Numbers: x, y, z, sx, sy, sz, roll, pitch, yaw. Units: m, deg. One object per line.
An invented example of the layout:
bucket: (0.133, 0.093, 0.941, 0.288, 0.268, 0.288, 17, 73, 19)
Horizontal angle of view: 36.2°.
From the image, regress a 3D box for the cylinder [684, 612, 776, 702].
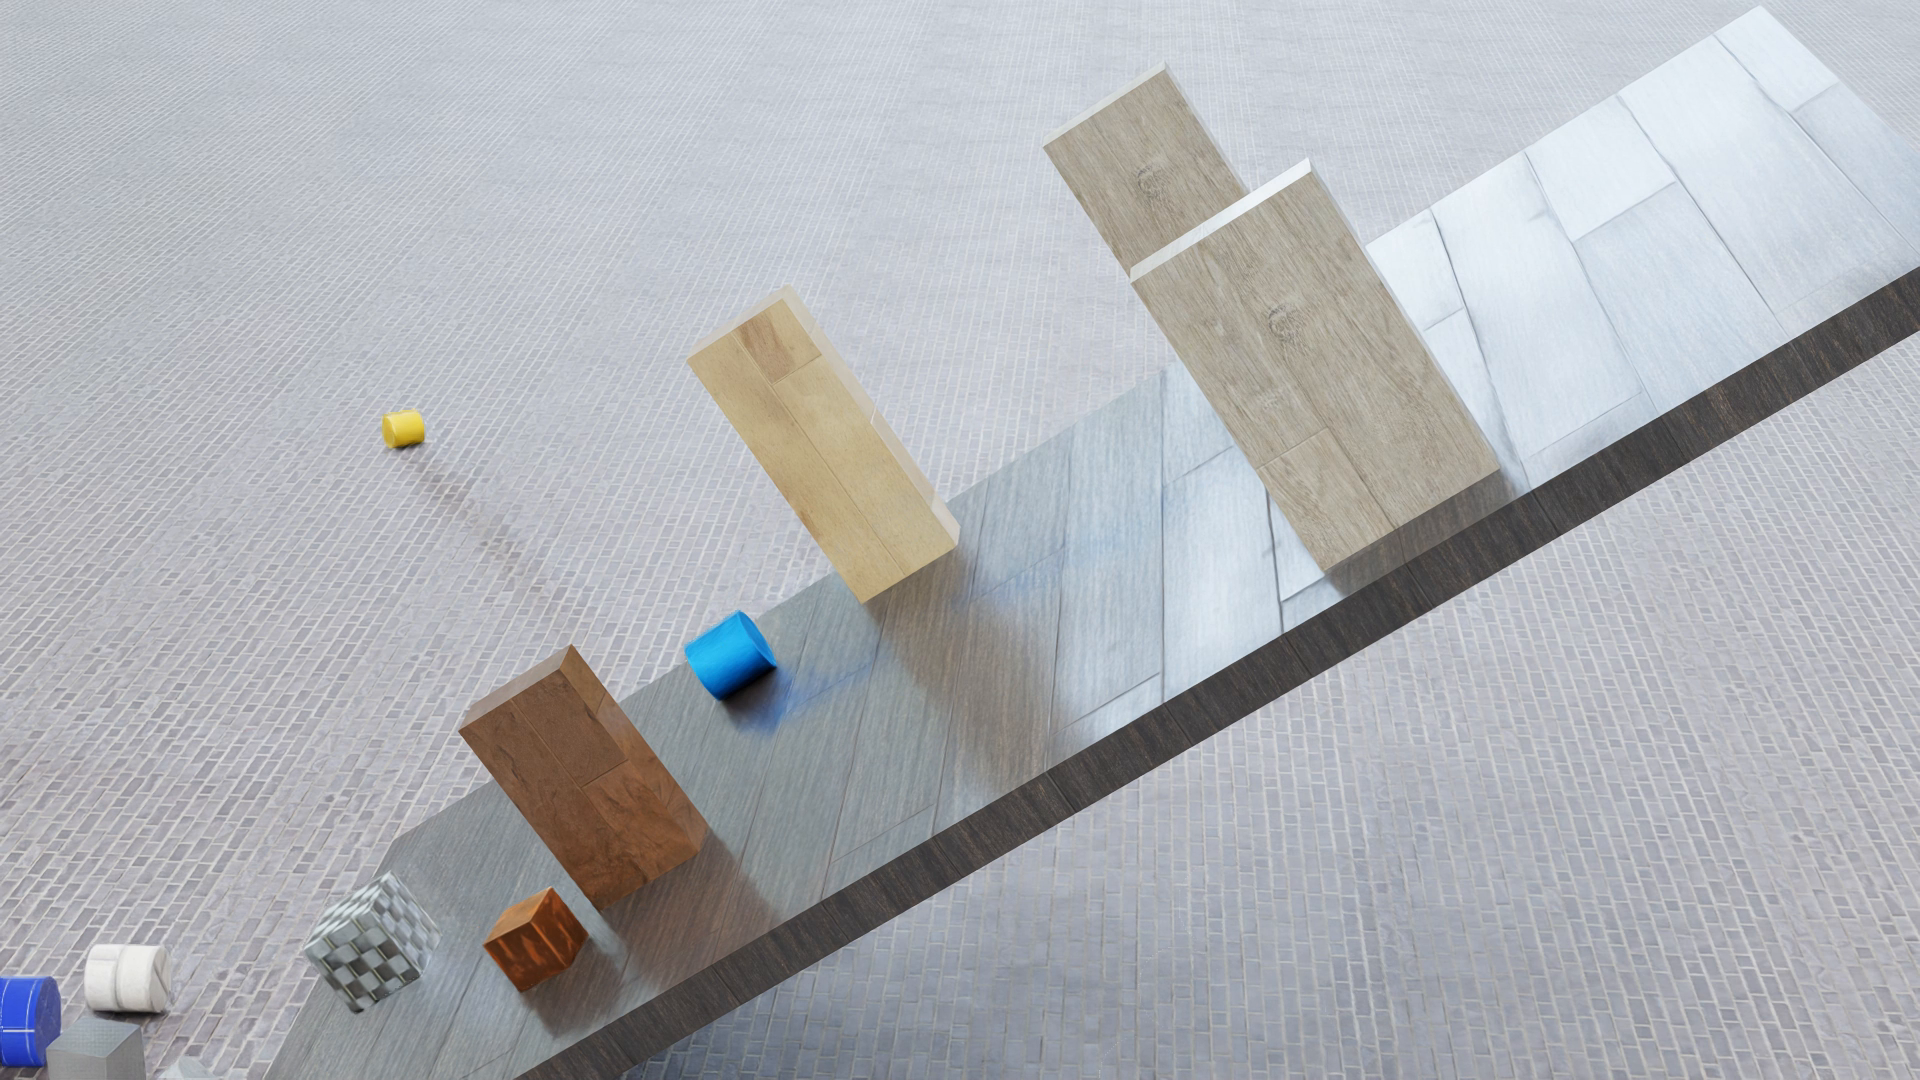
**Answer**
cylinder: (-0.542, 0.275, 6.950, 0.155, 0.155, 0.155, -33, 20, 7)

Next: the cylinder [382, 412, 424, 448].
cylinder: (-2.074, -0.411, 10.957, 0.120, 0.120, 0.120, -12, 24, -30)

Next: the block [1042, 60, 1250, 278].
block: (0.510, -0.631, 6.323, 0.306, 0.742, 0.097, -31, 16, 14)

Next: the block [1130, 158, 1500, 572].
block: (0.635, -0.308, 5.259, 0.371, 0.645, 0.103, -31, 16, 14)

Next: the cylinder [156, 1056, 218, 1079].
cylinder: (-1.684, 1.249, 6.328, 0.192, 0.192, 0.192, -42, 27, 0)

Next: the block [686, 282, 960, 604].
block: (-0.315, -0.223, 6.895, 0.274, 0.717, 0.131, -31, 16, 14)

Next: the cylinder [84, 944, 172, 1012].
cylinder: (-1.988, 1.047, 7.027, 0.158, 0.158, 0.158, 1, 21, 3)

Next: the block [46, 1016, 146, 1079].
block: (-1.953, 1.190, 6.656, 0.151, 0.151, 0.151, 6, 21, 15)

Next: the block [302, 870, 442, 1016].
block: (-1.321, 0.906, 6.622, 0.193, 0.193, 0.193, -31, 16, 15)

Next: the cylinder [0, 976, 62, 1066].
cylinder: (-2.208, 1.110, 6.791, 0.205, 0.205, 0.205, 0, 21, 0)

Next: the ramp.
ramp: (0.138, 0.171, 6.298, 4.000, 0.100, 2.000, -31, 16, 14)

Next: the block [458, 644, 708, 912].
block: (-0.783, 0.498, 6.138, 0.263, 0.492, 0.133, -31, 16, 14)

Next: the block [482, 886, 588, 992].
block: (-0.871, 0.821, 6.041, 0.130, 0.130, 0.130, -28, 17, 24)
